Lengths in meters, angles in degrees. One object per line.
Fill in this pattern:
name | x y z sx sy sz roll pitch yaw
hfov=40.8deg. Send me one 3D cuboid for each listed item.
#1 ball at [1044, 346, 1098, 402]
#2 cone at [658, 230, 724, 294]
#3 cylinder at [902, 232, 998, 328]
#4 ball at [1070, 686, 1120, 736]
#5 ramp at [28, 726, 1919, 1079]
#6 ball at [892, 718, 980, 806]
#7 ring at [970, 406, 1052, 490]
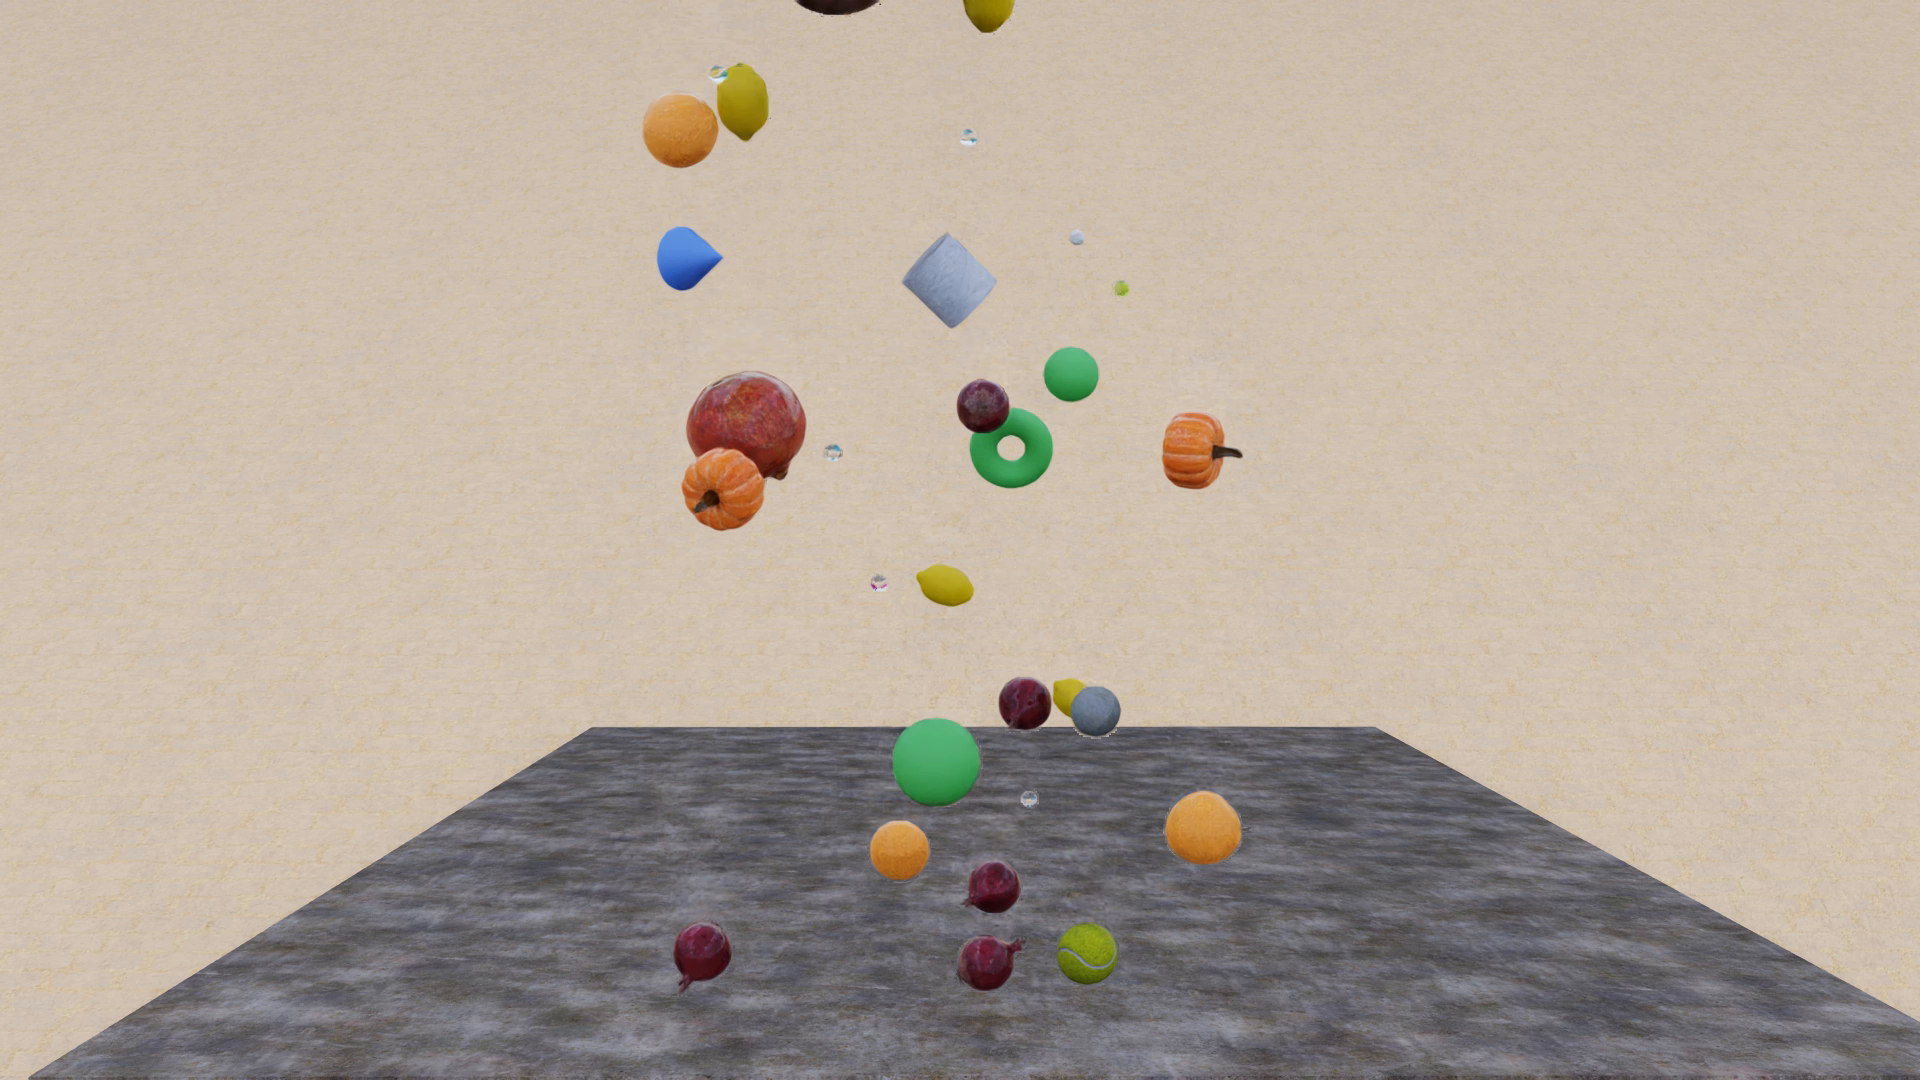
ball | 0.108 -0.161 2.508 0.054 0.054 0.054 0 27 0
cone | -0.228 -0.250 2.292 0.057 0.057 0.057 -3 20 42
cylinder | -0.010 -0.253 2.521 0.066 0.066 0.066 43 27 -12
ball | 0.138 0.174 2.635 0.051 0.051 0.051 0 27 0
ramp | 0.062 0.558 4.596 2.000 0.100 4.000 0 1 0
ball | -0.024 0.222 2.590 0.089 0.089 0.089 0 27 0
ring | 0.057 -0.103 2.889 0.094 0.094 0.031 -4 7 -8
